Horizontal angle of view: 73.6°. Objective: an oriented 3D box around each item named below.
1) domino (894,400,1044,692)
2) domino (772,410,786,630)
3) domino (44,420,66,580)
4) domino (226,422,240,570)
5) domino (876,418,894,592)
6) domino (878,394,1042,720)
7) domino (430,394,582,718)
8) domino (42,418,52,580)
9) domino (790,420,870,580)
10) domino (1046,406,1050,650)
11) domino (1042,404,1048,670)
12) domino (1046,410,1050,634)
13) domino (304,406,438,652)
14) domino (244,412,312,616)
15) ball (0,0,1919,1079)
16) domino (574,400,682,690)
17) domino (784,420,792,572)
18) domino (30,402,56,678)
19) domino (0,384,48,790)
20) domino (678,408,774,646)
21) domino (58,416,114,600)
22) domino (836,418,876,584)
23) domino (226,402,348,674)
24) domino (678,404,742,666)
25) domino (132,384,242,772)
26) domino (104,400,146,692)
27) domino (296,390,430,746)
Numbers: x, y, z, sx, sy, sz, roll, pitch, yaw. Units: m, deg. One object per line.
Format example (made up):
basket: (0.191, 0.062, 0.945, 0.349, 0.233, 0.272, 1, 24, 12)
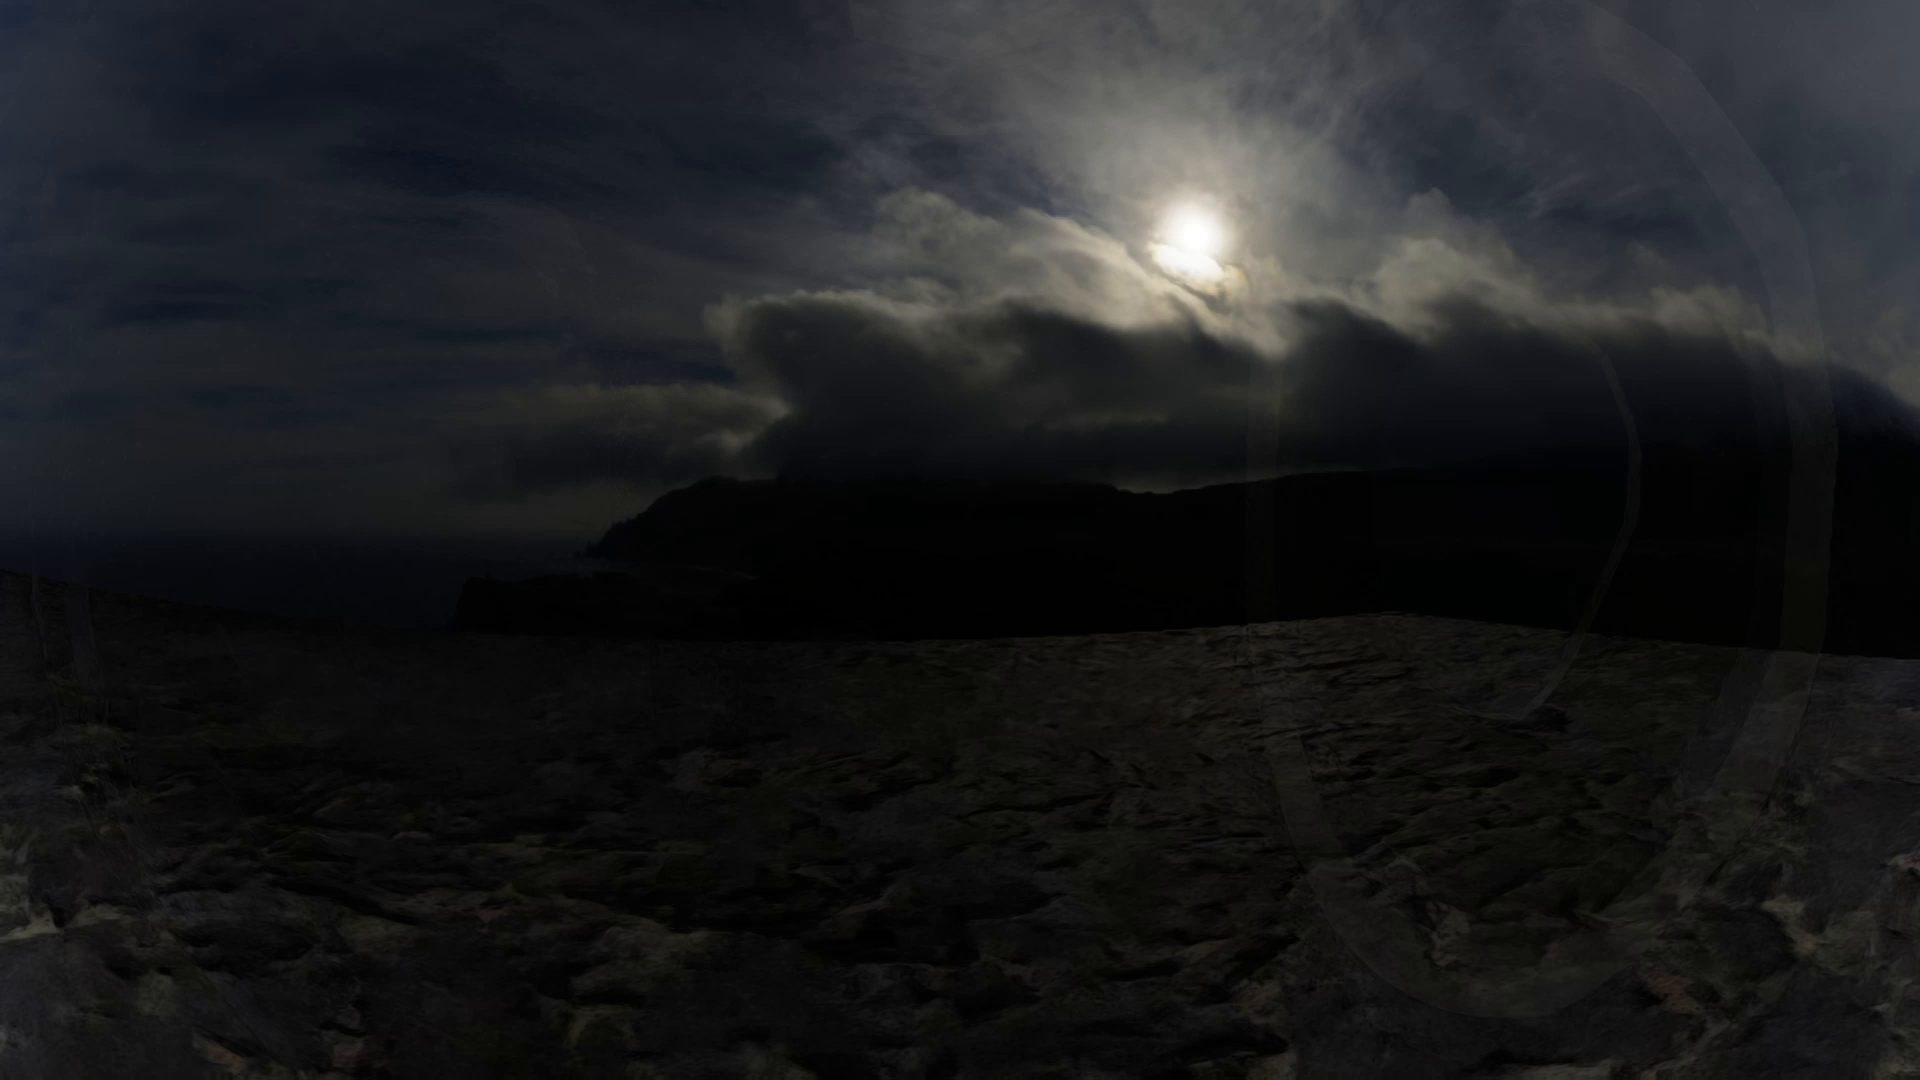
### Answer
domino: (0.002, 0.001, 0.224, 0.025, 0.050, 0.010, 0, 4, 6)
domino: (-0.053, -0.005, 0.296, 0.025, 0.050, 0.010, 0, 4, -5)
domino: (-0.289, -0.013, 0.411, 0.025, 0.050, 0.009, 4, 6, 40)
domino: (-0.254, -0.015, 0.440, 0.009, 0.050, 0.025, -2, 5, -29)
domino: (-0.011, -0.011, 0.380, 0.025, 0.050, 0.010, -3, 5, -34)
domino: (0.000, 0.002, 0.201, 0.025, 0.050, 0.009, 0, 4, 0)
domino: (-0.074, 0.002, 0.209, 0.025, 0.050, 0.009, 3, 5, 36)
domino: (-0.254, -0.008, 0.340, 0.025, 0.050, 0.010, 2, 5, 28)
domino: (-0.042, -0.014, 0.414, 0.010, 0.050, 0.025, 4, 6, 42)
domino: (0.006, -0.003, 0.269, 0.025, 0.050, 0.009, 0, 4, 4)
domino: (0.004, -0.001, 0.246, 0.025, 0.050, 0.009, 0, 4, 6)
domino: (0.008, -0.004, 0.292, 0.025, 0.050, 0.010, 0, 4, 2)
domino: (-0.122, -0.003, 0.268, 0.025, 0.050, 0.009, 1, 4, 12)
domino: (-0.171, -0.007, 0.327, 0.009, 0.050, 0.025, -1, 4, -7)
ball: (0.000, -0.002, 0.056, 0.080, 0.080, 0.080, 0, 4, 0)
domino: (-0.063, 0.000, 0.229, 0.025, 0.050, 0.009, 2, 5, 22)
domino: (-0.059, -0.015, 0.429, 0.009, 0.050, 0.025, 3, 5, 37)
domino: (-0.168, 0.001, 0.222, 0.010, 0.050, 0.025, -1, 4, -17)
domino: (-0.127, 0.005, 0.166, 0.009, 0.050, 0.025, -2, 5, -27)
domino: (-0.053, -0.003, 0.273, 0.025, 0.050, 0.010, 0, 4, 4)
domino: (-0.242, -0.009, 0.360, 0.025, 0.050, 0.010, 3, 5, 38)
domino: (-0.026, -0.012, 0.398, 0.025, 0.050, 0.009, -4, 6, -41)
domino: (-0.130, -0.001, 0.247, 0.025, 0.050, 0.009, 3, 5, 34)
domino: (-0.057, -0.001, 0.251, 0.025, 0.050, 0.010, 1, 4, 12)
domino: (-0.107, 0.004, 0.177, 0.010, 0.050, 0.025, -3, 5, -35)
domino: (-0.147, 0.000, 0.232, 0.009, 0.050, 0.025, -3, 5, -32)
domino: (-0.089, 0.003, 0.192, 0.009, 0.050, 0.025, -4, 6, -43)
